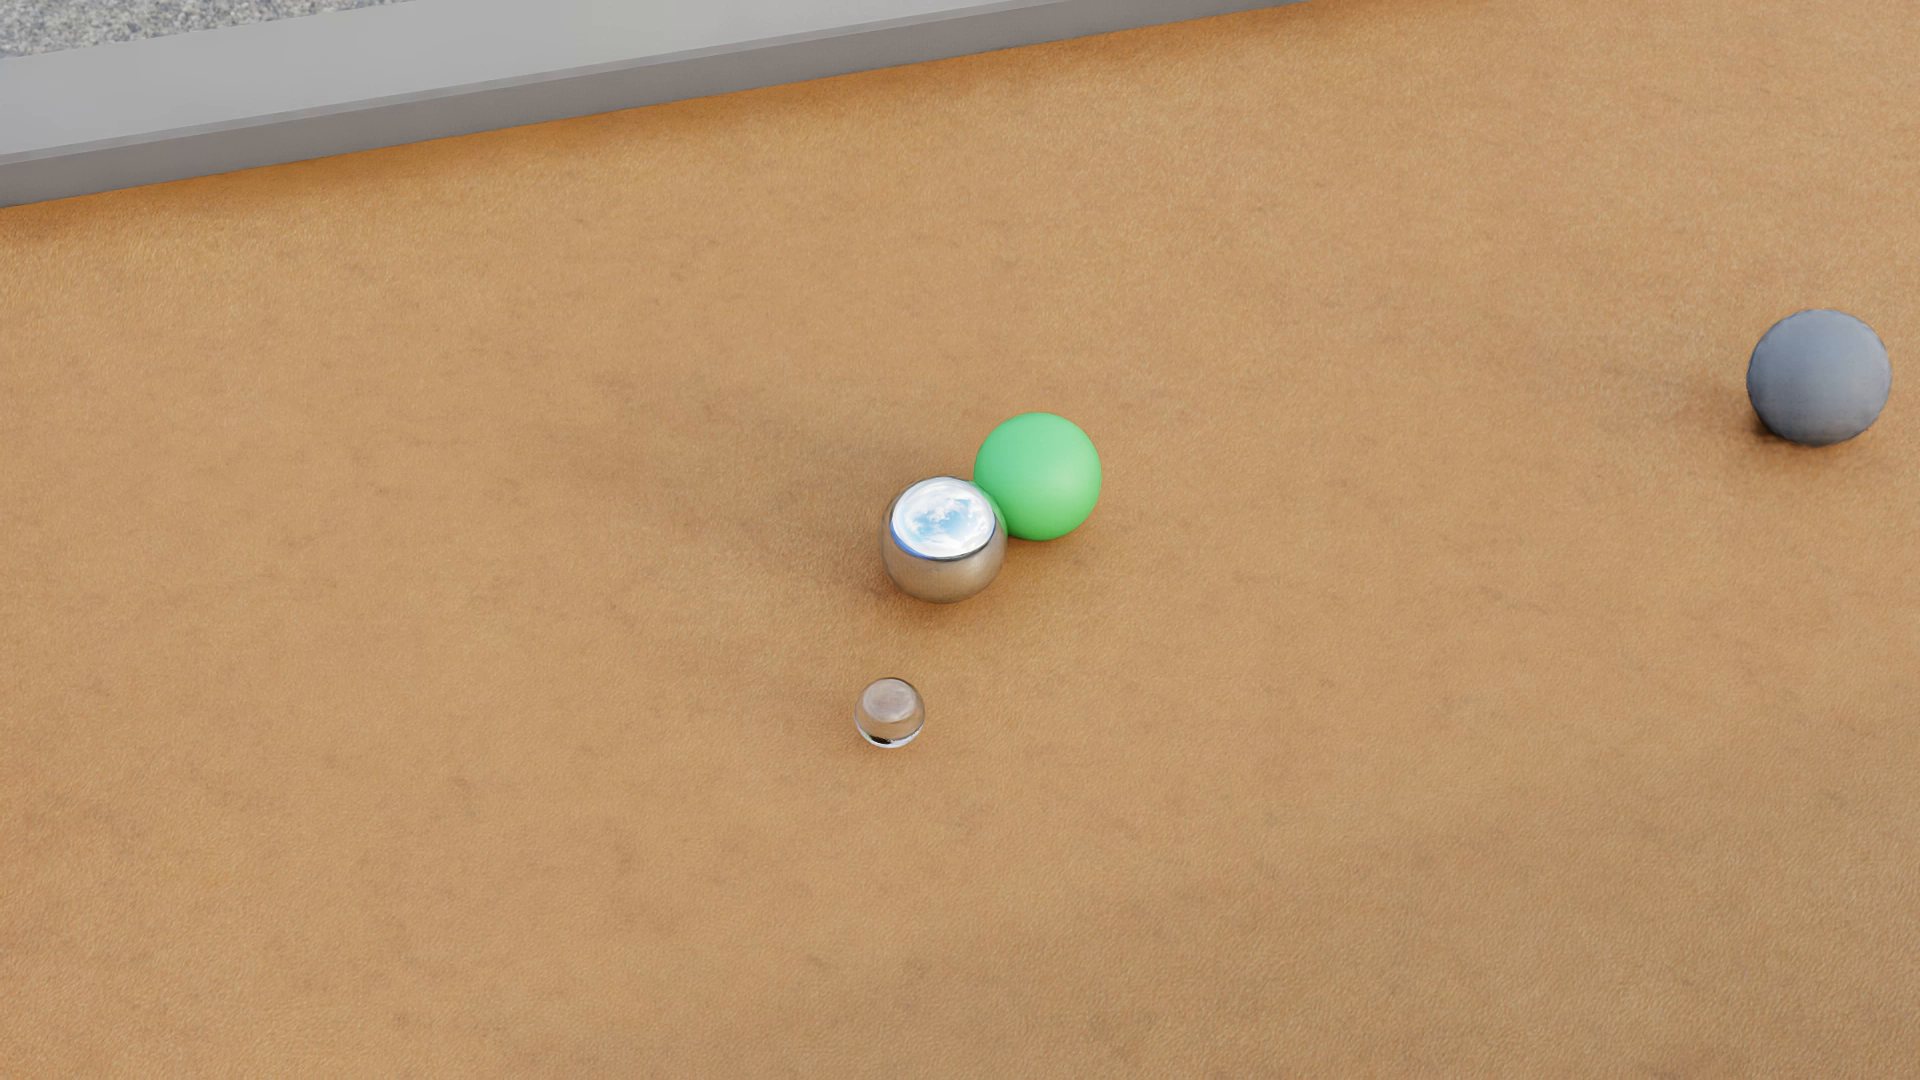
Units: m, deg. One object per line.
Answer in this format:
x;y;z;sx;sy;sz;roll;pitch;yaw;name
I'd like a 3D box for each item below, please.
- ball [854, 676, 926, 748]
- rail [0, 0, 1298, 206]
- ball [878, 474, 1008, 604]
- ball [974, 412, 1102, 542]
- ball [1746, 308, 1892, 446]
-0.040;0.097;1.448;0.040;0.040;0.040;0;35;0;ball
0.360;-0.531;2.267;2.583;0.118;0.045;-12;37;-17;rail
-0.010;0.000;1.553;0.079;0.079;0.079;0;35;0;ball
0.049;-0.040;1.608;0.081;0.081;0.081;0;35;0;ball
0.567;-0.107;1.693;0.091;0.091;0.091;0;35;0;ball
